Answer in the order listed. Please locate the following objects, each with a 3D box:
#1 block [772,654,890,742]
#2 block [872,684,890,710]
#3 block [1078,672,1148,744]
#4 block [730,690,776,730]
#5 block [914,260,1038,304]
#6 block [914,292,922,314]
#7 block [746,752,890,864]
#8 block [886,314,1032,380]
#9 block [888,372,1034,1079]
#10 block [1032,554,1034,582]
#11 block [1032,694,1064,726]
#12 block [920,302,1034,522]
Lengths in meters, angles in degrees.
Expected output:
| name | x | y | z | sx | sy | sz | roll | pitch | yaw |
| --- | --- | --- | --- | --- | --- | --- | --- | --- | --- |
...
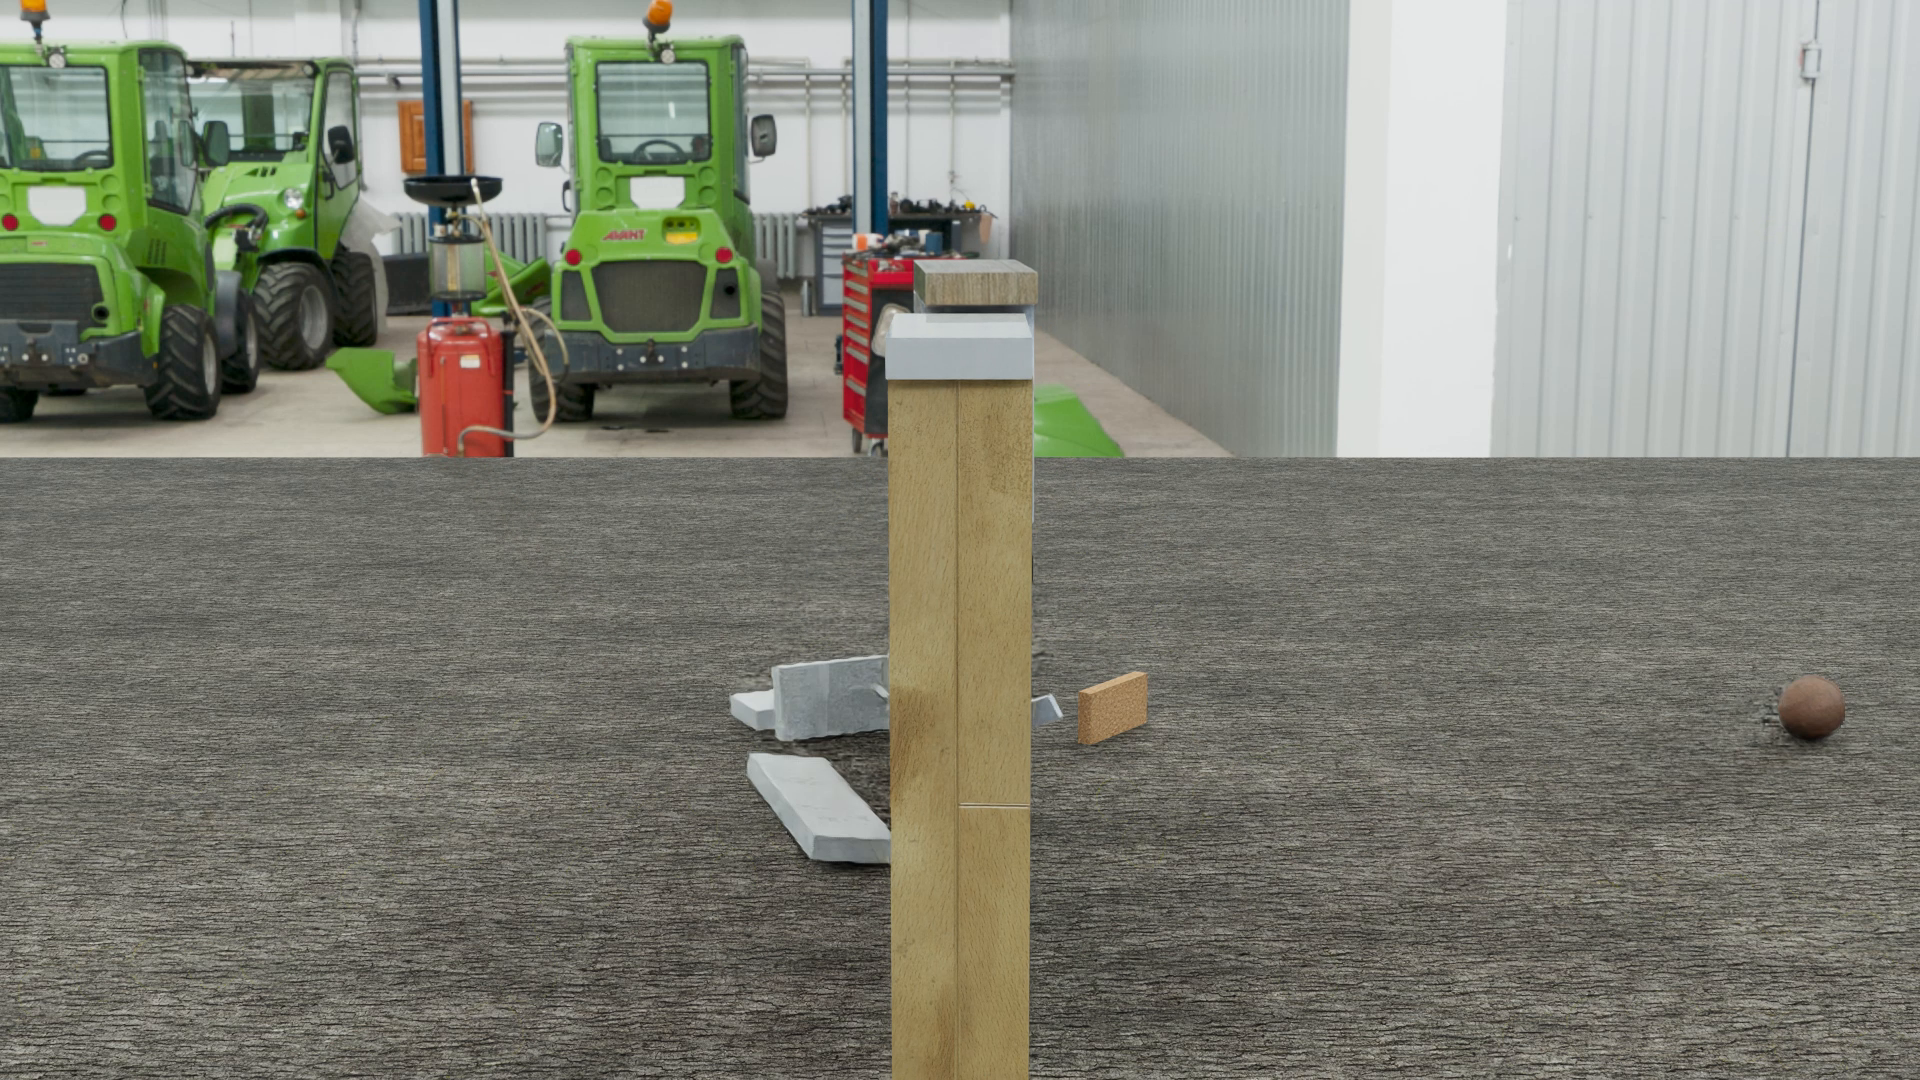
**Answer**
| name | x | y | z | sx | sy | sz | roll | pitch | yaw |
| --- | --- | --- | --- | --- | --- | --- | --- | --- | --- |
| block | -0.242 | 0.330 | 4.641 | 0.305 | 0.153 | 0.043 | -5 | 3 | -25 |
| block | -0.150 | 0.336 | 4.601 | 0.015 | 0.052 | 0.104 | -39 | 17 | -9 |
| block | 0.324 | 0.354 | 4.642 | 0.031 | 0.109 | 0.219 | 8 | 13 | 36 |
| block | -0.330 | 0.359 | 4.796 | 0.305 | 0.043 | 0.153 | -5 | 12 | -26 |
| block | 0.020 | -0.410 | 3.485 | 0.170 | 0.048 | 0.340 | -1 | 10 | -4 |
| block | 0.009 | -0.219 | 3.638 | 0.170 | 0.382 | 0.048 | 0 | 10 | -1 |
| block | -0.259 | 0.487 | 4.030 | 0.153 | 0.043 | 0.534 | 6 | 8 | -19 |
| block | -0.001 | -0.255 | 2.863 | 0.180 | 0.051 | 0.359 | 0 | 11 | 0 |
| block | 0.001 | 0.261 | 2.832 | 0.180 | 0.952 | 0.051 | 0 | 11 | 2 |
| block | 0.033 | 0.015 | 3.313 | 0.145 | 0.041 | 0.290 | 0 | 11 | 0 |
| block | 0.165 | 0.362 | 4.639 | 0.104 | 0.052 | 0.015 | -23 | 7 | 42 |
| block | 0.027 | -0.198 | 3.411 | 0.170 | 0.340 | 0.048 | -1 | 7 | -6 |
